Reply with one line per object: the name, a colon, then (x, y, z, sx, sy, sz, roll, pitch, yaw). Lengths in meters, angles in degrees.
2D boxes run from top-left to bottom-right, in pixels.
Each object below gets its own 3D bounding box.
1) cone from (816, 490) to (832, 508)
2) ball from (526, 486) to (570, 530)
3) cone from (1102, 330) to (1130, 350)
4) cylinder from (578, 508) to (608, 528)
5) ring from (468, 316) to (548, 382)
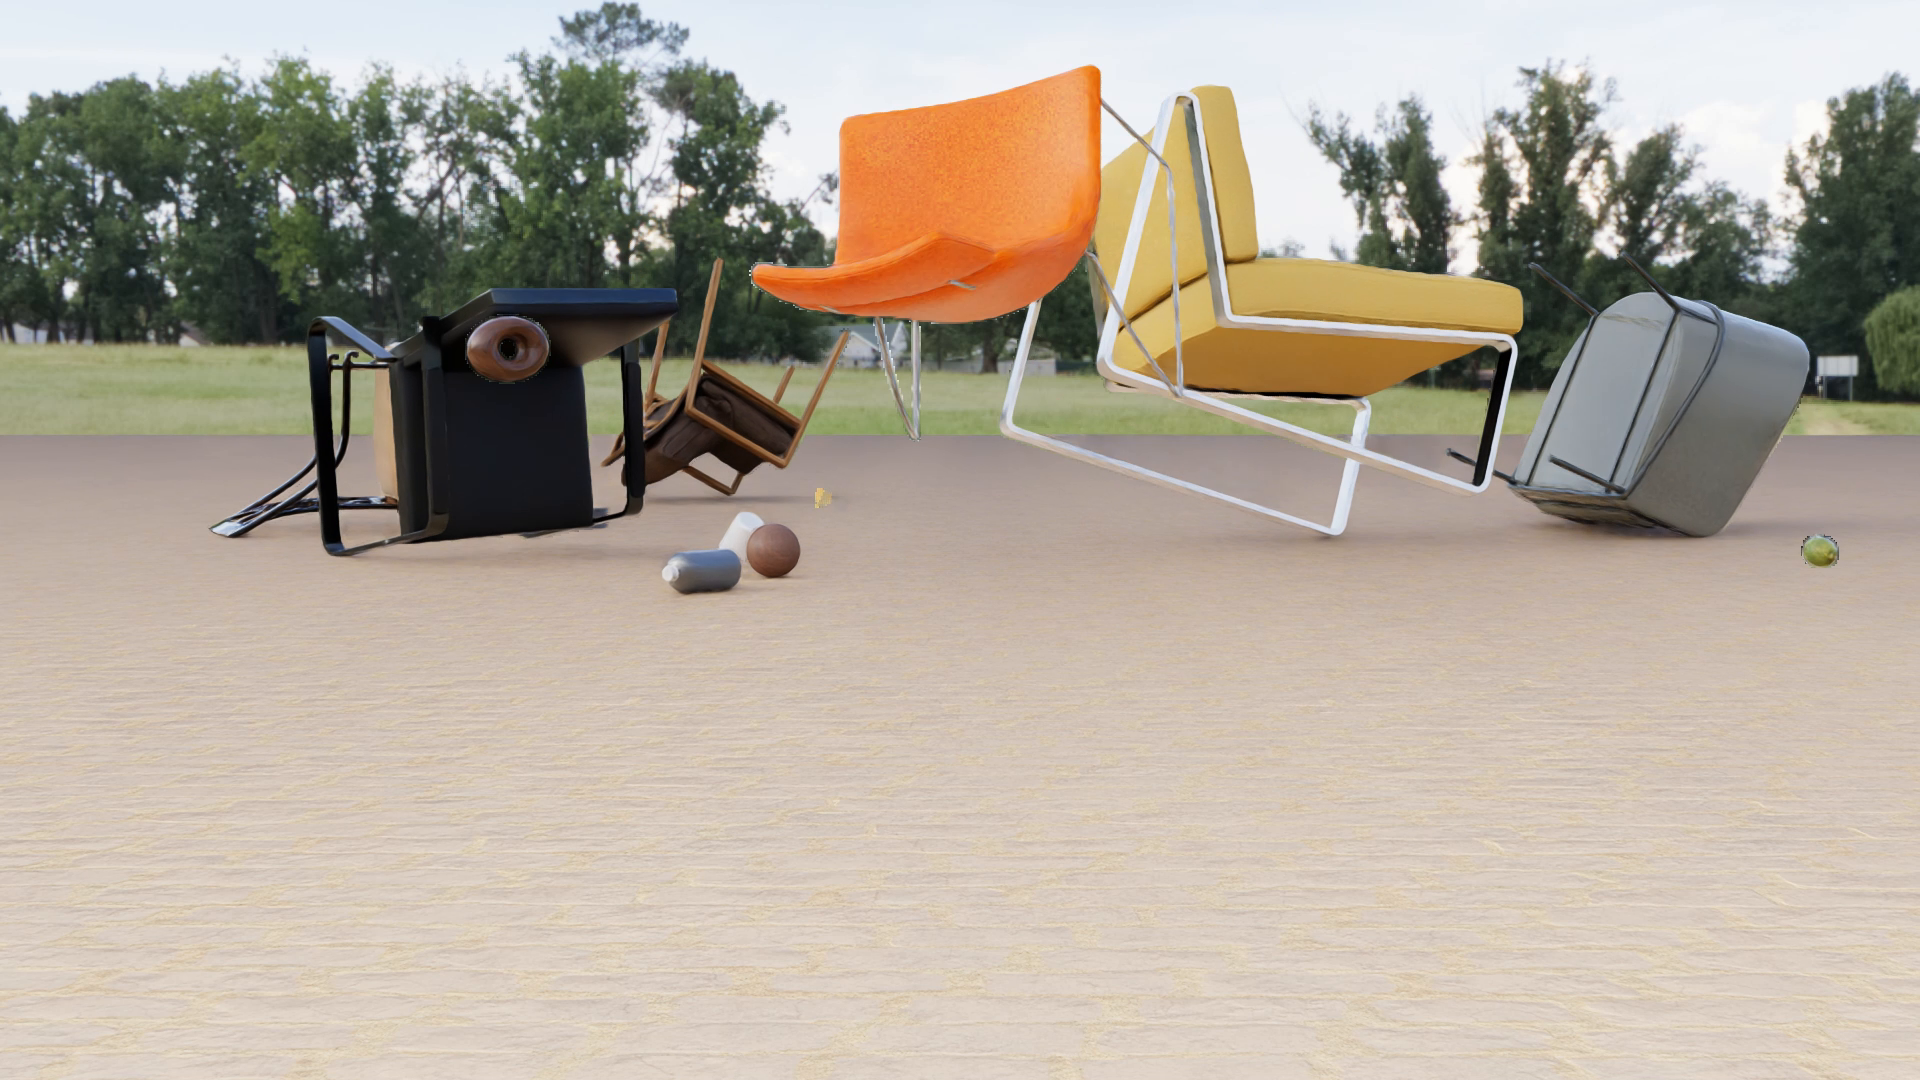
cone: (-0.500, -0.139, 7.894, 0.057, 0.062, 0.051, 35, -30, -2)
ball: (-1.315, -0.101, 7.022, 0.137, 0.137, 0.137, 0, 4, 0)
cone: (0.580, -0.743, 8.054, 0.116, 0.066, 0.120, 15, 0, -32)
cylinder: (-1.186, -0.070, 7.104, 0.103, 0.063, 0.080, -3, 5, -40)
ring: (-1.088, -0.460, 5.294, 0.213, 0.157, 0.082, -10, 7, -43)
